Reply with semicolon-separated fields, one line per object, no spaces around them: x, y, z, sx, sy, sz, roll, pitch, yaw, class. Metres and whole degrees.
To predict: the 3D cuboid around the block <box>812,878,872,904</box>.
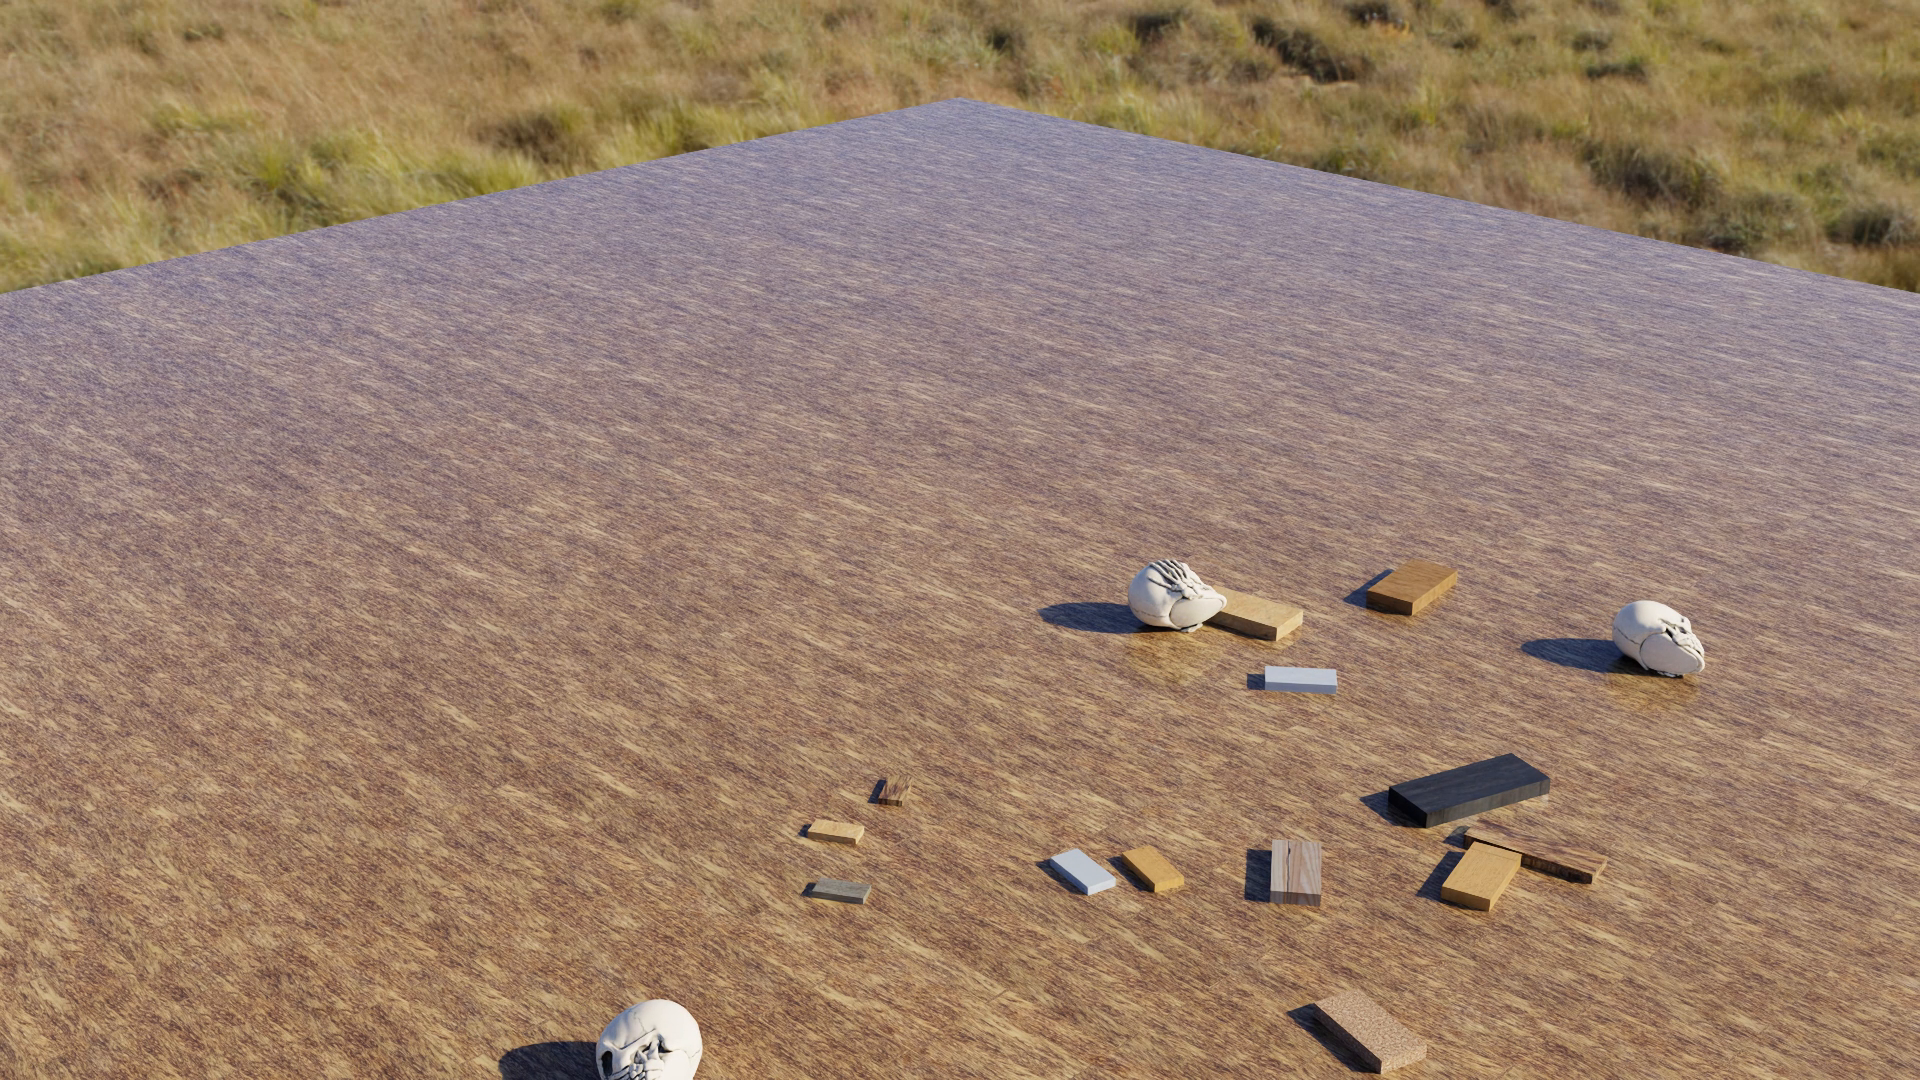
-0.224;0.666;4.173;0.101;0.014;0.050;6;24;14;block

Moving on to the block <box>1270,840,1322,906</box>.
0.645;0.638;4.223;0.094;0.027;0.189;3;23;8;block

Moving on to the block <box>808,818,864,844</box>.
-0.247;0.580;4.374;0.101;0.014;0.050;7;24;15;block

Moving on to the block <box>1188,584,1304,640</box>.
0.687;0.175;5.304;0.247;0.035;0.123;17;28;34;block

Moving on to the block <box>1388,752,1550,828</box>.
1.045;0.512;4.509;0.316;0.035;0.123;-11;25;-25;block

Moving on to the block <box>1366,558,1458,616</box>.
1.120;0.115;5.445;0.123;0.035;0.247;17;28;34;block

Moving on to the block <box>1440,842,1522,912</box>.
0.999;0.643;4.211;0.094;0.027;0.189;13;26;28;block

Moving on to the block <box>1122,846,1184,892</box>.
0.371;0.634;4.244;0.064;0.018;0.128;-11;25;-24;block

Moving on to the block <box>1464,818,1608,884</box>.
1.124;0.607;4.301;0.261;0.023;0.080;15;27;32;block

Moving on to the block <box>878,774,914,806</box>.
-0.131;0.516;4.527;0.050;0.014;0.101;5;23;11;block

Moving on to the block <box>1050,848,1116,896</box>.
0.236;0.638;4.233;0.064;0.018;0.128;-14;27;-29;block

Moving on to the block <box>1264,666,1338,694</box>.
0.772;0.317;4.984;0.160;0.023;0.080;3;23;6;block

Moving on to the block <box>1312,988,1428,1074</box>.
0.698;0.837;3.755;0.094;0.027;0.189;-12;26;-26;block
